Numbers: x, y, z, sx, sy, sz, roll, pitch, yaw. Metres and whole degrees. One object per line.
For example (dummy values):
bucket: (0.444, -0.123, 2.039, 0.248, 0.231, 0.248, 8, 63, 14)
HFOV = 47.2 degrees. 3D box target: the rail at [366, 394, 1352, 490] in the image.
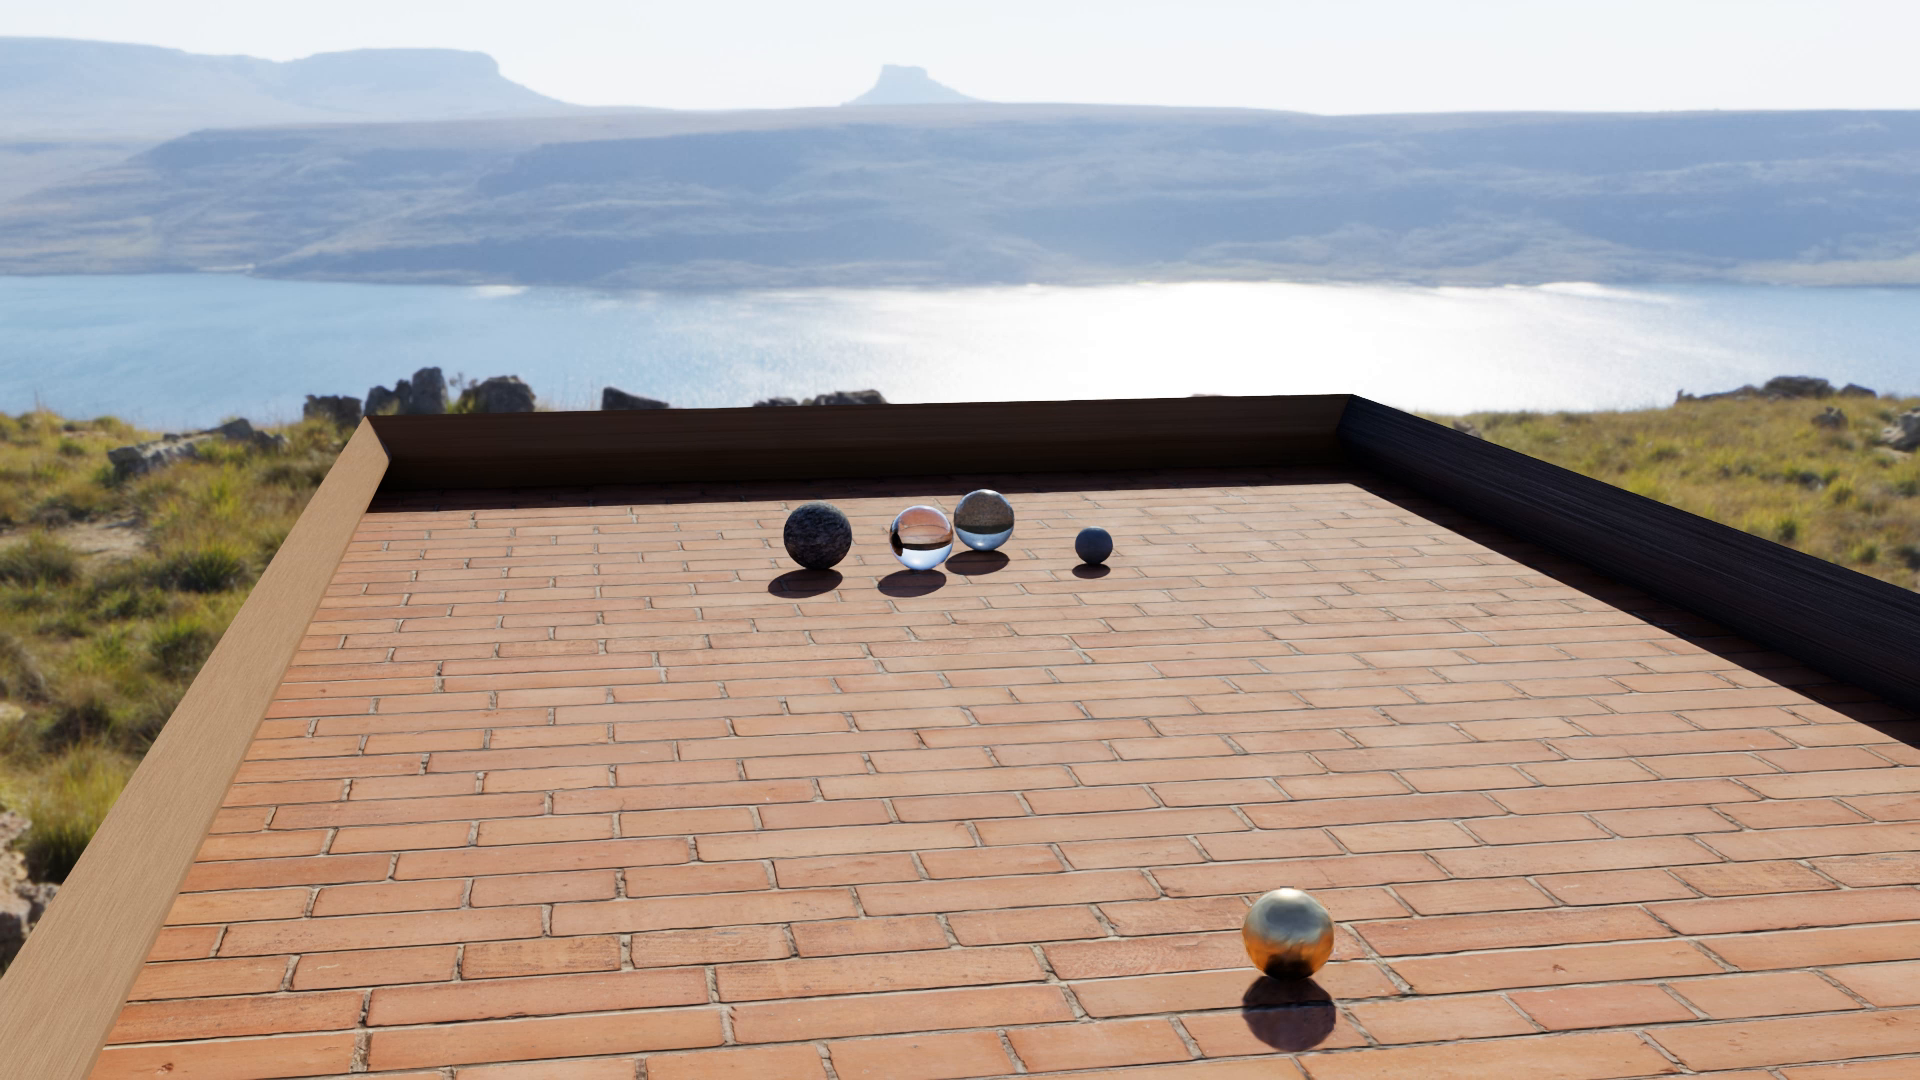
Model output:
rail: (-0.142, -0.173, 3.870, 1.758, 0.126, 0.045, -2, 11, -10)

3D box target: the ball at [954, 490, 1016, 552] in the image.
ball: (0.035, -0.029, 3.224, 0.091, 0.091, 0.091, 0, 11, 0)

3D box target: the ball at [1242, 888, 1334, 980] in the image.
ball: (0.243, 0.292, 1.630, 0.067, 0.067, 0.067, 0, 11, 0)

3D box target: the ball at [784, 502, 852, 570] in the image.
ball: (-0.200, -0.006, 3.091, 0.097, 0.097, 0.097, 0, 11, 0)

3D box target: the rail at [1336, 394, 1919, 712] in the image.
rail: (0.988, 0.105, 2.435, 0.045, 0.126, 3.321, -2, 11, -10)

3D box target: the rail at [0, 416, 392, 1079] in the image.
rail: (-0.696, 0.162, 2.141, 0.045, 0.126, 3.321, -2, 11, -10)

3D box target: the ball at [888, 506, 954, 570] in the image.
ball: (-0.054, -0.003, 3.088, 0.092, 0.092, 0.092, 0, 11, 0)

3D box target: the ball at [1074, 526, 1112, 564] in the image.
ball: (0.191, 0.007, 3.135, 0.054, 0.054, 0.054, 0, 11, 0)
